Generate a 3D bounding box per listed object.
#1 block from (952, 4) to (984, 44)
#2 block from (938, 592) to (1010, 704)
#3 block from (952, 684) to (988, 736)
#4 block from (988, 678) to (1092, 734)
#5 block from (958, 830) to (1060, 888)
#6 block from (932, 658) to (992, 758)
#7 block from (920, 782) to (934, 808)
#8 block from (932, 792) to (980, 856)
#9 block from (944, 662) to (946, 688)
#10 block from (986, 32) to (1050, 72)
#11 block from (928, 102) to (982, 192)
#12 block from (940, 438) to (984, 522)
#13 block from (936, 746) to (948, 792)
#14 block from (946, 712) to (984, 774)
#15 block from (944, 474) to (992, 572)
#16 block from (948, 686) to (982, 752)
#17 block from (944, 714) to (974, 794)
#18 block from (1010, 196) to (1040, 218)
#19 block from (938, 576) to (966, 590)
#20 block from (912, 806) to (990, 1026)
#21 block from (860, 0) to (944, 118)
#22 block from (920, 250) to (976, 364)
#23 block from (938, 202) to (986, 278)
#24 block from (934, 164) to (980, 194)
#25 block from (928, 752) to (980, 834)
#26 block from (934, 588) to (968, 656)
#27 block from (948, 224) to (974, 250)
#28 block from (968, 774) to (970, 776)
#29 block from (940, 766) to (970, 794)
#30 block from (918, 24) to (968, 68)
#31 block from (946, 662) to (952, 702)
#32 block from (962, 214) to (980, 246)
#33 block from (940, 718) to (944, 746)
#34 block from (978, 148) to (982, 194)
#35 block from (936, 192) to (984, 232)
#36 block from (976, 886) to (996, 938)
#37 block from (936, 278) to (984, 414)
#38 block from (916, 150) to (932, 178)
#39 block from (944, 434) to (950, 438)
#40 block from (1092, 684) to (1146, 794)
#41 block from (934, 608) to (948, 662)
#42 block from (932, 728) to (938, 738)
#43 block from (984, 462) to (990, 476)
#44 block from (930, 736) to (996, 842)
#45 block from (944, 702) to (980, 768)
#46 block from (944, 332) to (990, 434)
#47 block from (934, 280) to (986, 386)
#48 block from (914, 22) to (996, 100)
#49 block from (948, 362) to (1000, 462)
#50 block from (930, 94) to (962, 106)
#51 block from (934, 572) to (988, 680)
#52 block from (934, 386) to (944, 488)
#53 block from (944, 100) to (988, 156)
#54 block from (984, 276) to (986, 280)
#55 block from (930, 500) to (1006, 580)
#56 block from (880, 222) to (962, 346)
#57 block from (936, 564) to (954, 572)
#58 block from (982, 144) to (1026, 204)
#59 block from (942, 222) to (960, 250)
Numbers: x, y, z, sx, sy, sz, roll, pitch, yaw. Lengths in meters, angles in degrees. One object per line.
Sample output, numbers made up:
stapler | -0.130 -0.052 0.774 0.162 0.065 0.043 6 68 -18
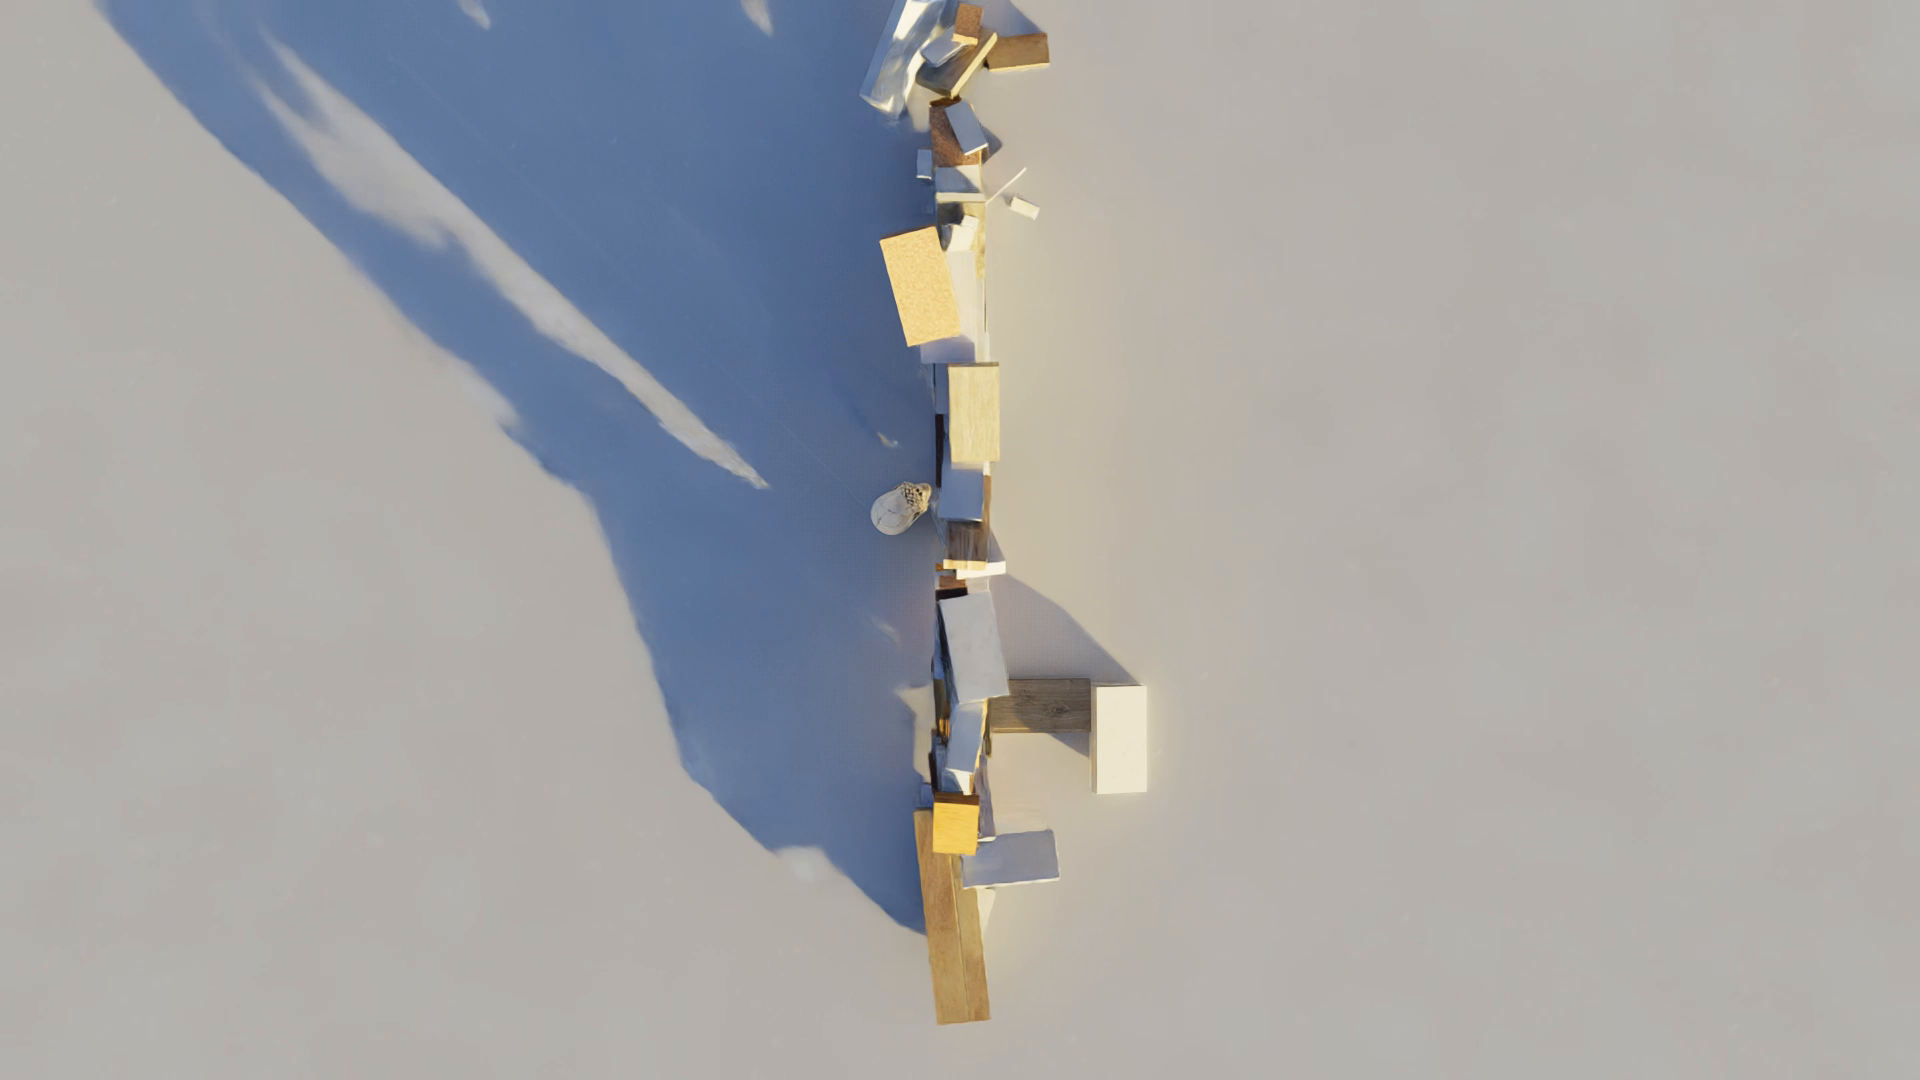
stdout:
block | 0.026 -1.692 5.407 0.080 0.228 0.023 10 132 -3
block | 0.041 0.321 4.925 0.155 0.044 0.310 -9 83 -11
block | 0.027 0.495 5.007 0.111 0.031 0.221 4 119 -4
block | 0.258 0.550 5.475 0.349 0.049 0.175 -1 90 0
block | 0.154 1.024 5.295 0.310 0.044 0.155 -3 72 -10
block | 0.005 0.547 5.398 0.171 0.048 0.341 -5 70 1
block | -0.054 0.928 5.393 0.134 0.038 0.268 -3 92 0
block | -0.013 0.864 5.015 0.134 0.268 0.038 4 47 2
block | 0.000 0.469 5.092 0.091 0.026 0.182 -2 98 0
block | 0.192 -1.622 5.486 0.203 0.029 0.102 -6 90 0
block | -0.017 -1.260 5.322 0.141 0.040 0.282 -6 89 4
block | 0.008 -0.188 5.175 0.132 0.037 0.264 2 73 1
block | -0.021 0.711 5.026 0.096 0.027 0.192 -2 119 2
block | 0.014 0.602 4.888 0.084 0.024 0.167 11 78 -4
block | 0.026 -0.061 5.187 0.132 0.407 0.037 4 133 1
block | 0.017 0.536 4.929 0.096 0.027 0.192 3 80 -4
block | -0.005 0.695 5.047 0.096 0.027 0.375 3 119 -1
block | 0.216 -1.106 5.480 0.091 0.013 0.045 23 131 0
block | -0.024 0.185 5.061 0.082 0.023 0.164 0 56 0
block | -0.026 1.216 5.361 0.175 0.049 0.706 -6 93 0
block | -0.159 -1.697 5.416 0.048 0.169 0.589 21 90 34
block | -0.038 -0.710 5.034 0.169 0.048 0.338 -1 104 2
block | 0.003 -0.900 5.148 0.151 0.043 0.302 0 109 -1
block | 0.000 -1.054 5.288 0.141 0.040 0.282 -5 105 1
block | -0.019 0.797 5.192 0.134 0.038 0.268 -7 71 0
block | -0.019 0.246 4.964 0.098 0.028 0.196 -5 82 -10
block | -0.001 -0.907 5.064 0.060 0.017 0.120 9 117 -7
block | -0.009 0.770 5.030 0.084 0.024 0.167 -3 120 1
block | -0.013 0.759 4.996 0.084 0.024 0.167 -2 120 0
block | -0.048 -1.616 5.399 0.159 0.023 0.080 -39 68 -13
block | 0.002 0.409 5.057 0.091 0.026 0.182 -2 98 0
block | 0.025 -0.958 5.087 0.045 0.013 0.091 14 123 -6
block | -0.034 0.616 5.233 0.054 0.015 0.108 -5 109 2
block | 0.006 -1.195 5.412 0.126 0.036 0.251 0 95 7
block | -0.003 -0.950 5.253 0.151 0.043 0.301 2 98 0
block | 0.010 1.265 5.435 0.148 0.042 0.297 14 101 -3
block | -0.001 -0.600 5.112 0.154 0.044 0.414 -1 100 2
block | -0.113 -1.189 5.217 0.045 0.013 0.091 2 77 1
block | 0.016 -0.322 5.248 0.132 0.037 0.264 5 101 1
block | 0.525 0.657 5.452 0.175 0.049 0.349 0 90 -16
block | -0.029 0.283 4.986 0.082 0.023 0.164 -7 83 -6
block | 0.002 0.767 5.354 0.171 0.048 0.341 -5 54 1
block | 0.039 -0.274 5.318 0.098 0.028 0.196 -7 118 3
block | 0.010 0.791 5.250 0.171 0.048 0.341 -7 68 0
block | 0.005 0.595 5.025 0.111 0.031 0.221 1 119 0
block | 0.020 -0.495 5.174 0.154 0.044 0.309 -3 100 2
block | -0.001 -0.668 5.332 0.168 0.048 0.336 1 95 0
block | -0.014 -1.585 5.416 0.141 0.040 0.282 28 70 16
block | 0.045 -0.394 5.094 0.154 0.044 0.309 -1 115 0
block | -0.026 -1.345 5.377 0.102 0.029 0.203 -14 78 4
block | 0.004 0.265 5.140 0.167 0.047 0.335 0 90 0
block | 0.003 -0.342 5.433 0.168 0.048 0.336 -1 105 0
block | 0.019 -1.323 5.289 0.080 0.023 0.159 -24 88 3
block | 0.006 -0.949 5.358 0.148 0.042 0.295 -2 105 0
block | 0.023 -0.012 5.237 0.155 0.382 0.044 -7 125 -11
block | -0.116 -0.762 4.931 0.169 0.048 0.338 -14 116 2
block | 0.005 0.145 5.332 0.167 0.335 0.047 0 105 0
block | 0.110 -1.208 5.486 0.203 0.029 0.102 -42 90 0
block | -0.014 -0.920 5.094 0.060 0.017 0.120 -12 123 5
